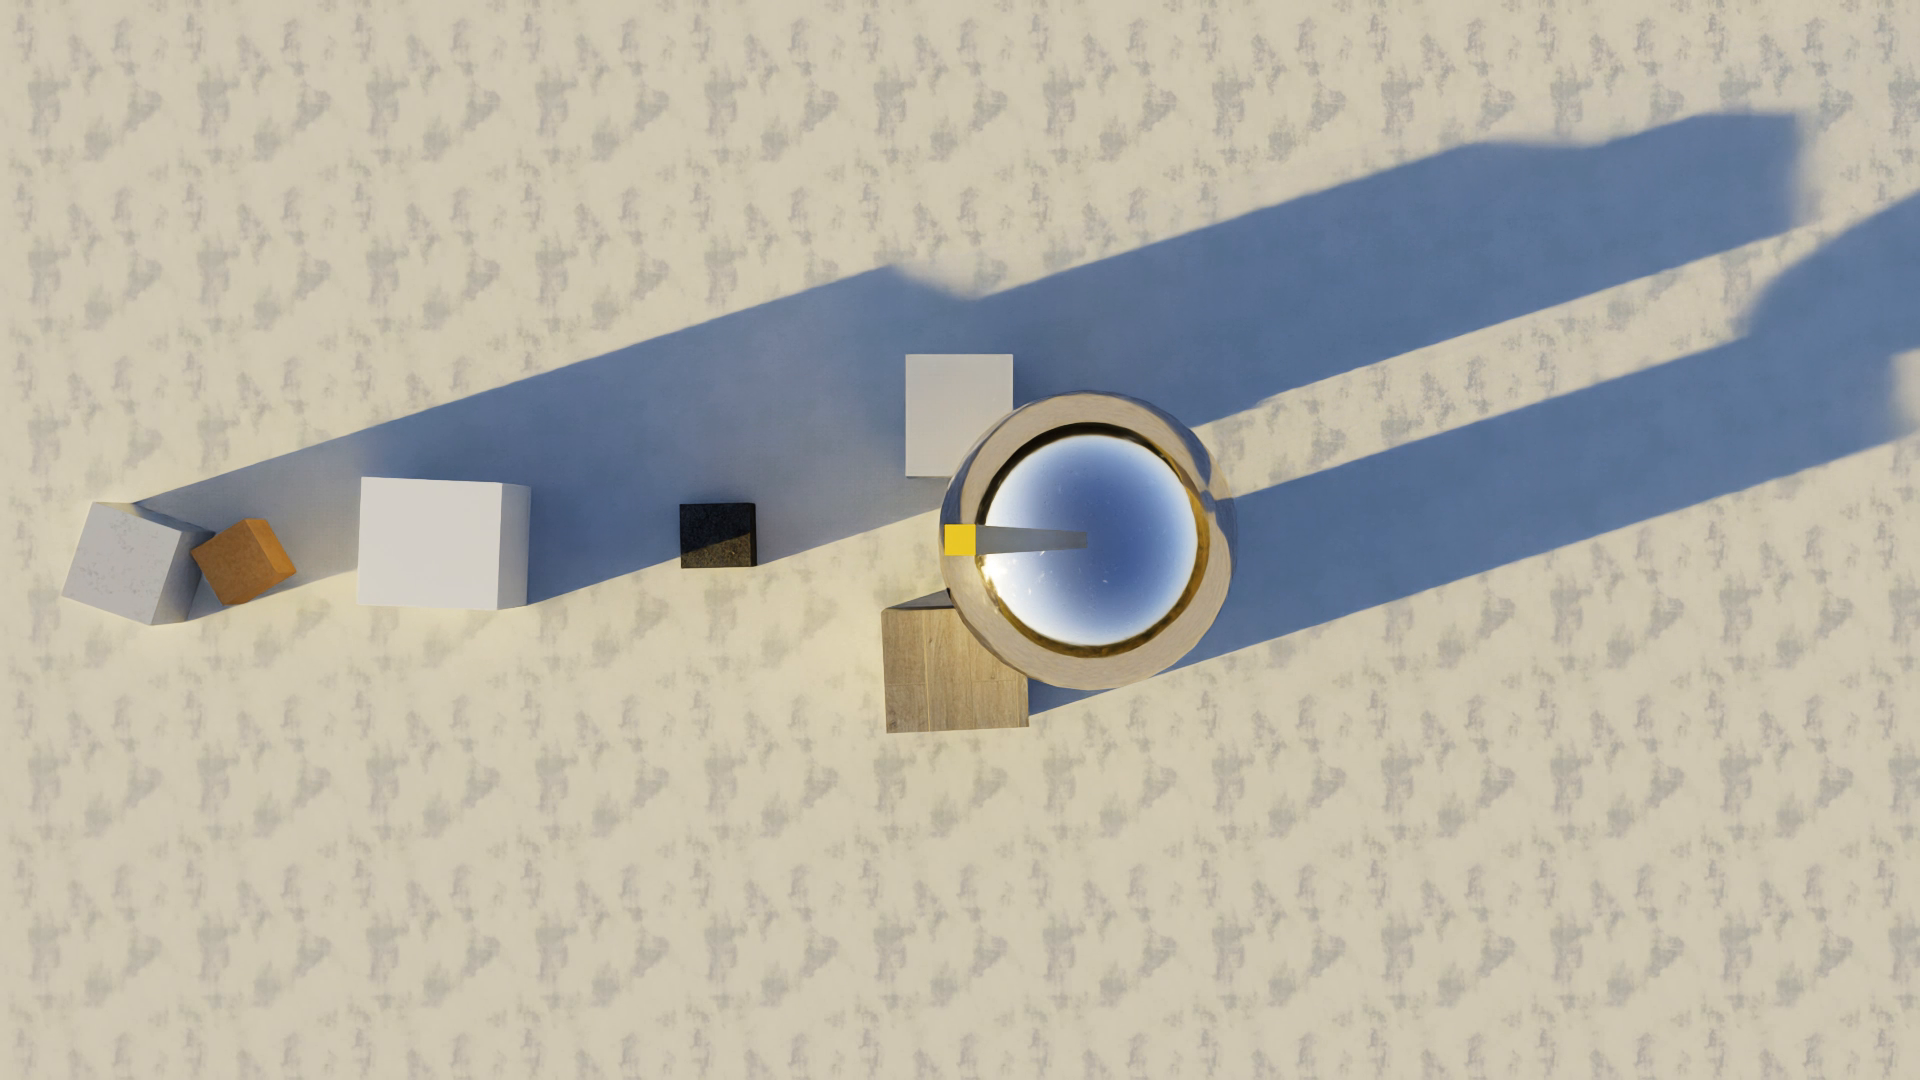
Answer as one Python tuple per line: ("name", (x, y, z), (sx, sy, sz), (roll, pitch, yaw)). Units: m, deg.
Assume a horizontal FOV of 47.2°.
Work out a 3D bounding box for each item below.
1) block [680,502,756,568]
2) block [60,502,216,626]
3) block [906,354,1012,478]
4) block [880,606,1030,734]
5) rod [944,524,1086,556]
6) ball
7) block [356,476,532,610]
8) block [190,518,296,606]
("block", (-1.405, -0.025, 12.806), (0.401, 0.389, 0.370), (-1, 90, 0))
("block", (-4.739, 0.134, 12.711), (0.533, 0.577, 0.563), (19, 90, 0))
("block", (-0.003, -0.704, 12.696), (0.604, 0.608, 0.685), (0, 90, 0))
("block", (-0.027, 0.726, 12.664), (0.803, 0.673, 0.681), (-3, 90, 0))
("rod", (0.294, 0.000, 8.315), (0.080, 5.200, 0.080), (0, 90, 6))
("ball", (0.679, 0.000, 11.693), (1.600, 1.600, 1.600), (0, 90, 0))
("block", (-2.937, 0.020, 12.586), (0.778, 0.829, 0.707), (2, 90, 0))
("block", (-4.167, 0.127, 12.807), (0.363, 0.386, 0.363), (-31, 90, 0))
